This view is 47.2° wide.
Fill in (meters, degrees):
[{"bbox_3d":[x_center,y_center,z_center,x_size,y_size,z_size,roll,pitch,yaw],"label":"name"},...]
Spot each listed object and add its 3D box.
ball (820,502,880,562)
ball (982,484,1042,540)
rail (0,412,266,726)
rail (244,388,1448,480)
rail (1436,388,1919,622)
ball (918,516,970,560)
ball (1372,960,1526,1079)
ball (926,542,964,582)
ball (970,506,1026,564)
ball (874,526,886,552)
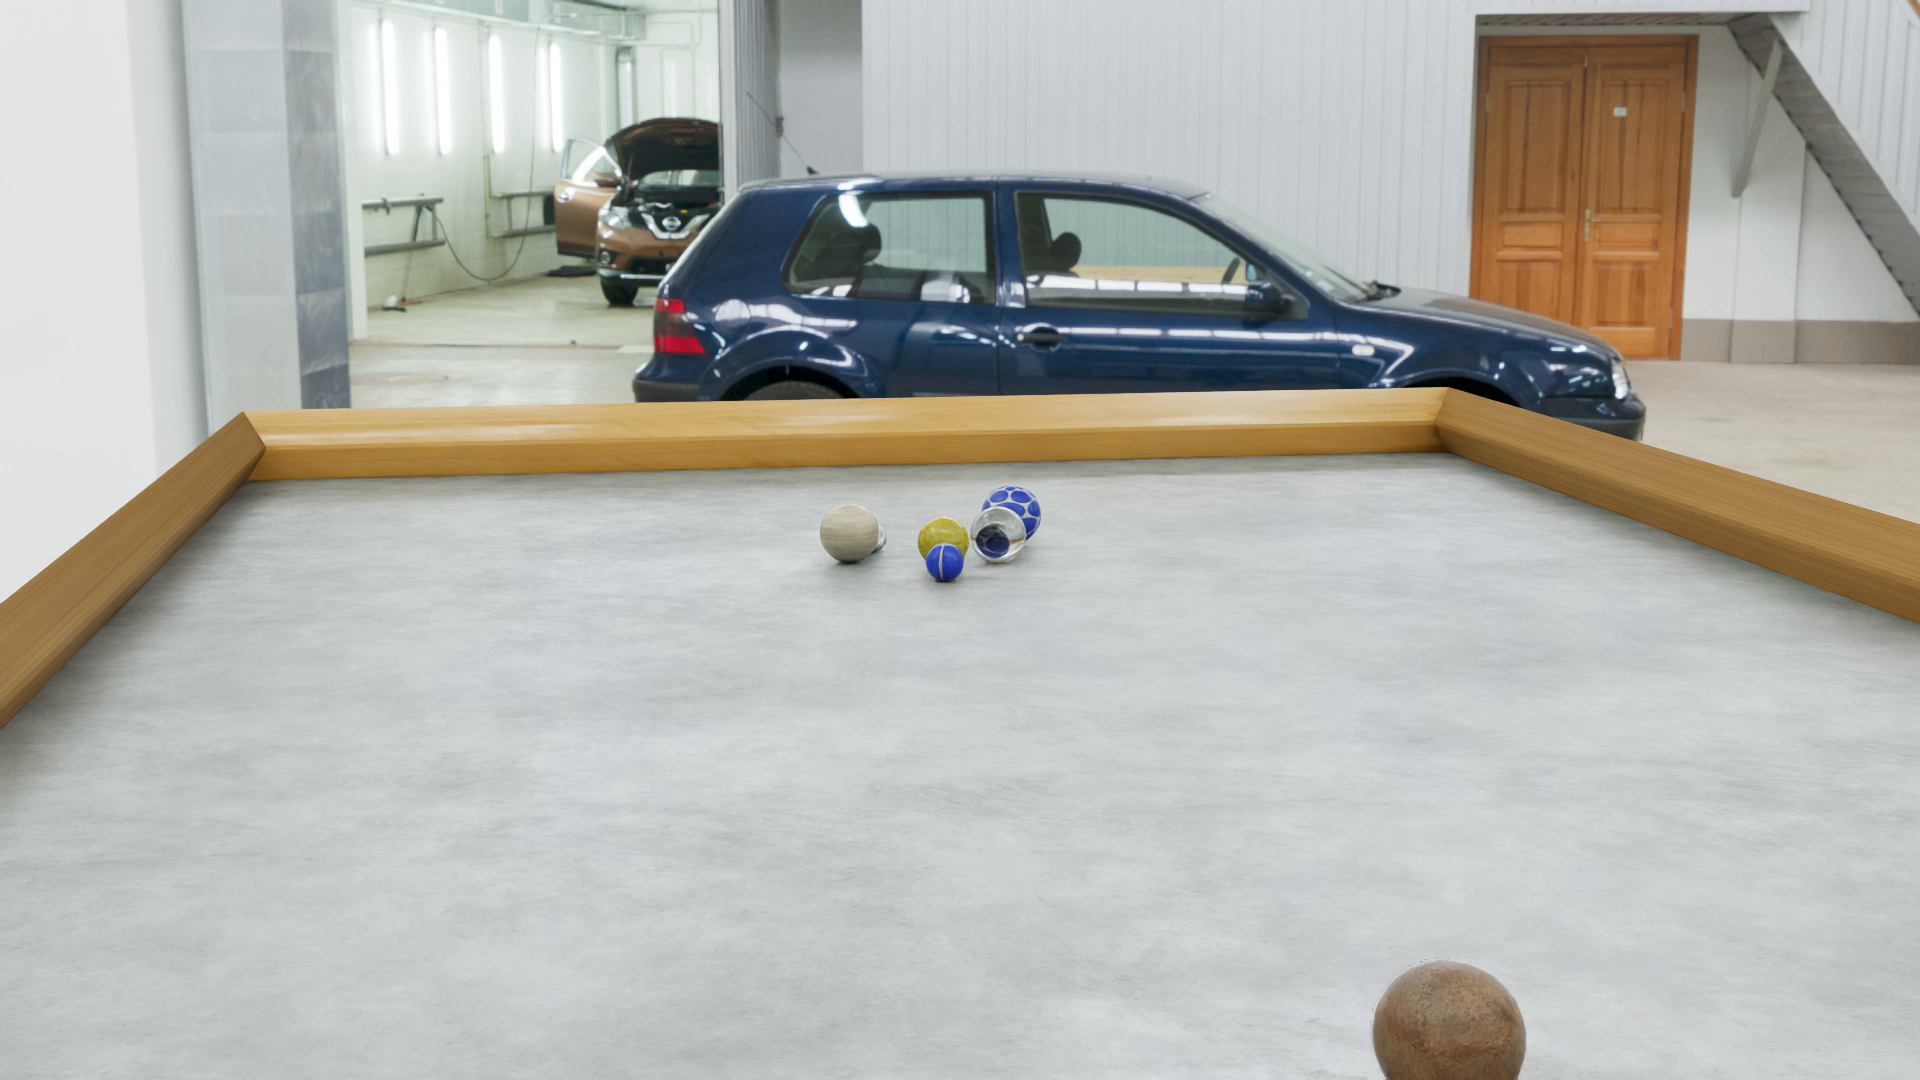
[{"bbox_3d":[-0.166,-0.011,3.309,0.090,0.090,0.090,0,10,0],"label":"ball"},{"bbox_3d":[0.080,-0.040,3.452,0.095,0.095,0.095,0,10,0],"label":"ball"},{"bbox_3d":[-0.971,0.190,2.097,0.045,0.129,4.134,-2,11,-9],"label":"rail"},{"bbox_3d":[-0.166,-0.207,4.267,2.362,0.129,0.045,-2,11,-9],"label":"rail"},{"bbox_3d":[1.312,0.122,2.472,0.045,0.129,4.134,-2,11,-9],"label":"rail"},{"bbox_3d":[-0.025,0.003,3.268,0.077,0.077,0.077,0,10,0],"label":"ball"},{"bbox_3d":[0.321,0.326,1.444,0.099,0.099,0.099,0,10,0],"label":"ball"},{"bbox_3d":[-0.022,0.032,3.171,0.056,0.056,0.056,0,10,0],"label":"ball"},{"bbox_3d":[0.057,-0.008,3.306,0.086,0.086,0.086,0,10,0],"label":"ball"},{"bbox_3d":[-0.135,-0.003,3.395,0.044,0.044,0.044,0,10,0],"label":"ball"}]
